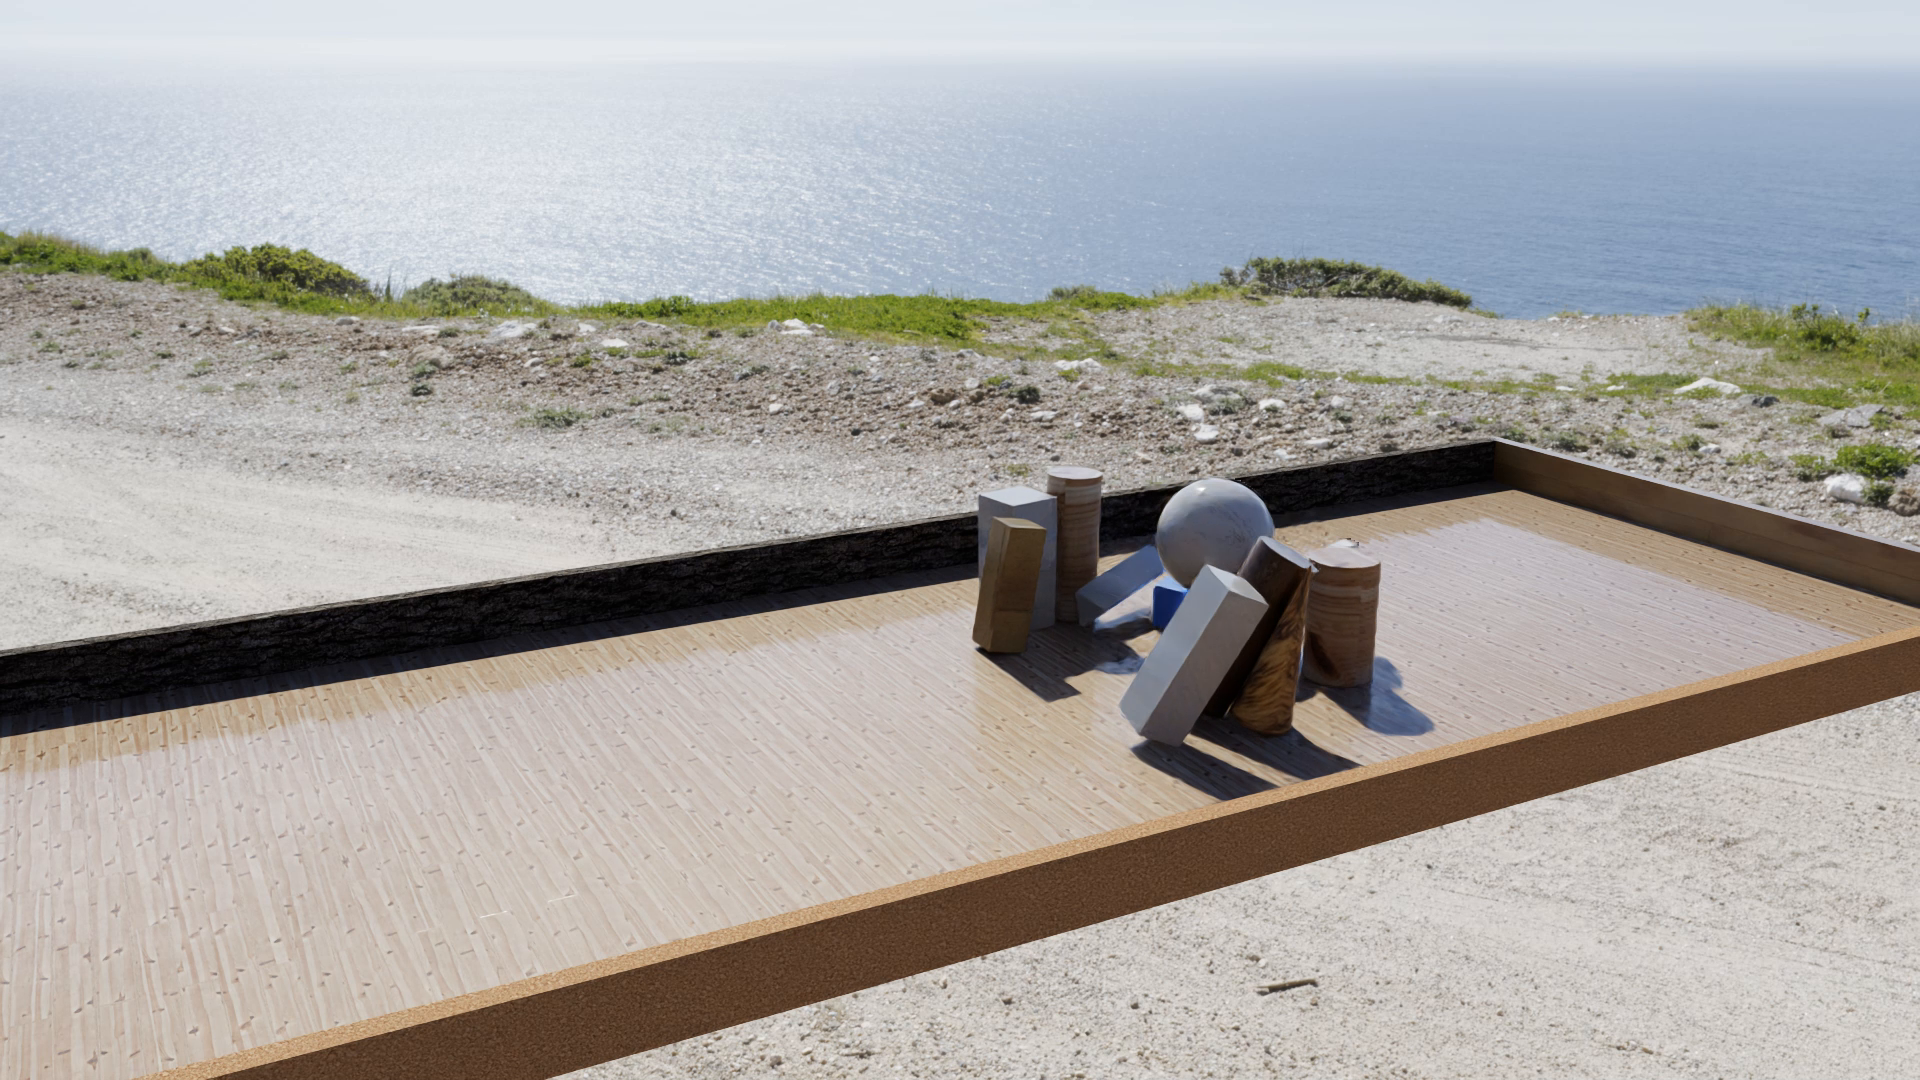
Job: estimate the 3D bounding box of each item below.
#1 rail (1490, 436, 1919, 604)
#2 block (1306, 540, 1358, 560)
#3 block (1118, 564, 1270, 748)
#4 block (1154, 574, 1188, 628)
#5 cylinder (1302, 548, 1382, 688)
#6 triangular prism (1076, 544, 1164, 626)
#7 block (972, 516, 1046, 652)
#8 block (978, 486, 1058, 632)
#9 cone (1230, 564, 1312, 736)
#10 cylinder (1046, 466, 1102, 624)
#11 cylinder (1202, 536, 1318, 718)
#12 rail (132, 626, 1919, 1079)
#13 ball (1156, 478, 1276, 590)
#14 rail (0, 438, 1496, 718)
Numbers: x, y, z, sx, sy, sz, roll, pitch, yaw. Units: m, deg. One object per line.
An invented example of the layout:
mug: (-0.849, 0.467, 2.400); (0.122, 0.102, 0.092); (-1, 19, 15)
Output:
rail: (2.466, -0.048, 5.253); (0.050, 0.150, 2.100); (-9, 18, -27)
block: (0.881, 0.143, 4.347); (0.381, 0.123, 0.123); (-26, 6, 1)
block: (0.522, 0.262, 3.711); (0.119, 0.394, 0.119); (19, 20, -28)
block: (0.682, 0.134, 4.622); (0.121, 0.121, 0.362); (13, 26, 32)
cylinder: (0.956, 0.194, 4.136); (0.176, 0.315, 0.176); (0, 16, 0)
triangular prism: (0.452, 0.113, 4.612); (0.383, 0.089, 0.102); (-29, -4, -47)
block: (0.128, 0.119, 4.330); (0.106, 0.337, 0.106); (3, 13, -27)
block: (0.156, 0.055, 4.519); (0.152, 0.366, 0.152); (-12, 20, -35)
cone: (0.749, 0.233, 3.790); (0.148, 0.411, 0.148); (12, 22, -5)
cylinder: (0.309, 0.013, 4.574); (0.152, 0.409, 0.152); (1, 15, 0)
cylinder: (0.663, 0.206, 3.878); (0.156, 0.415, 0.156); (28, 15, -8)
rail: (-2.336, 1.006, 1.665); (12.000, 0.150, 0.050); (-9, 18, -27)
ball: (0.677, -0.006, 4.379); (0.314, 0.314, 0.314); (0, 16, 0)
rail: (-3.305, 0.497, 3.399); (12.000, 0.150, 0.050); (-9, 18, -27)
